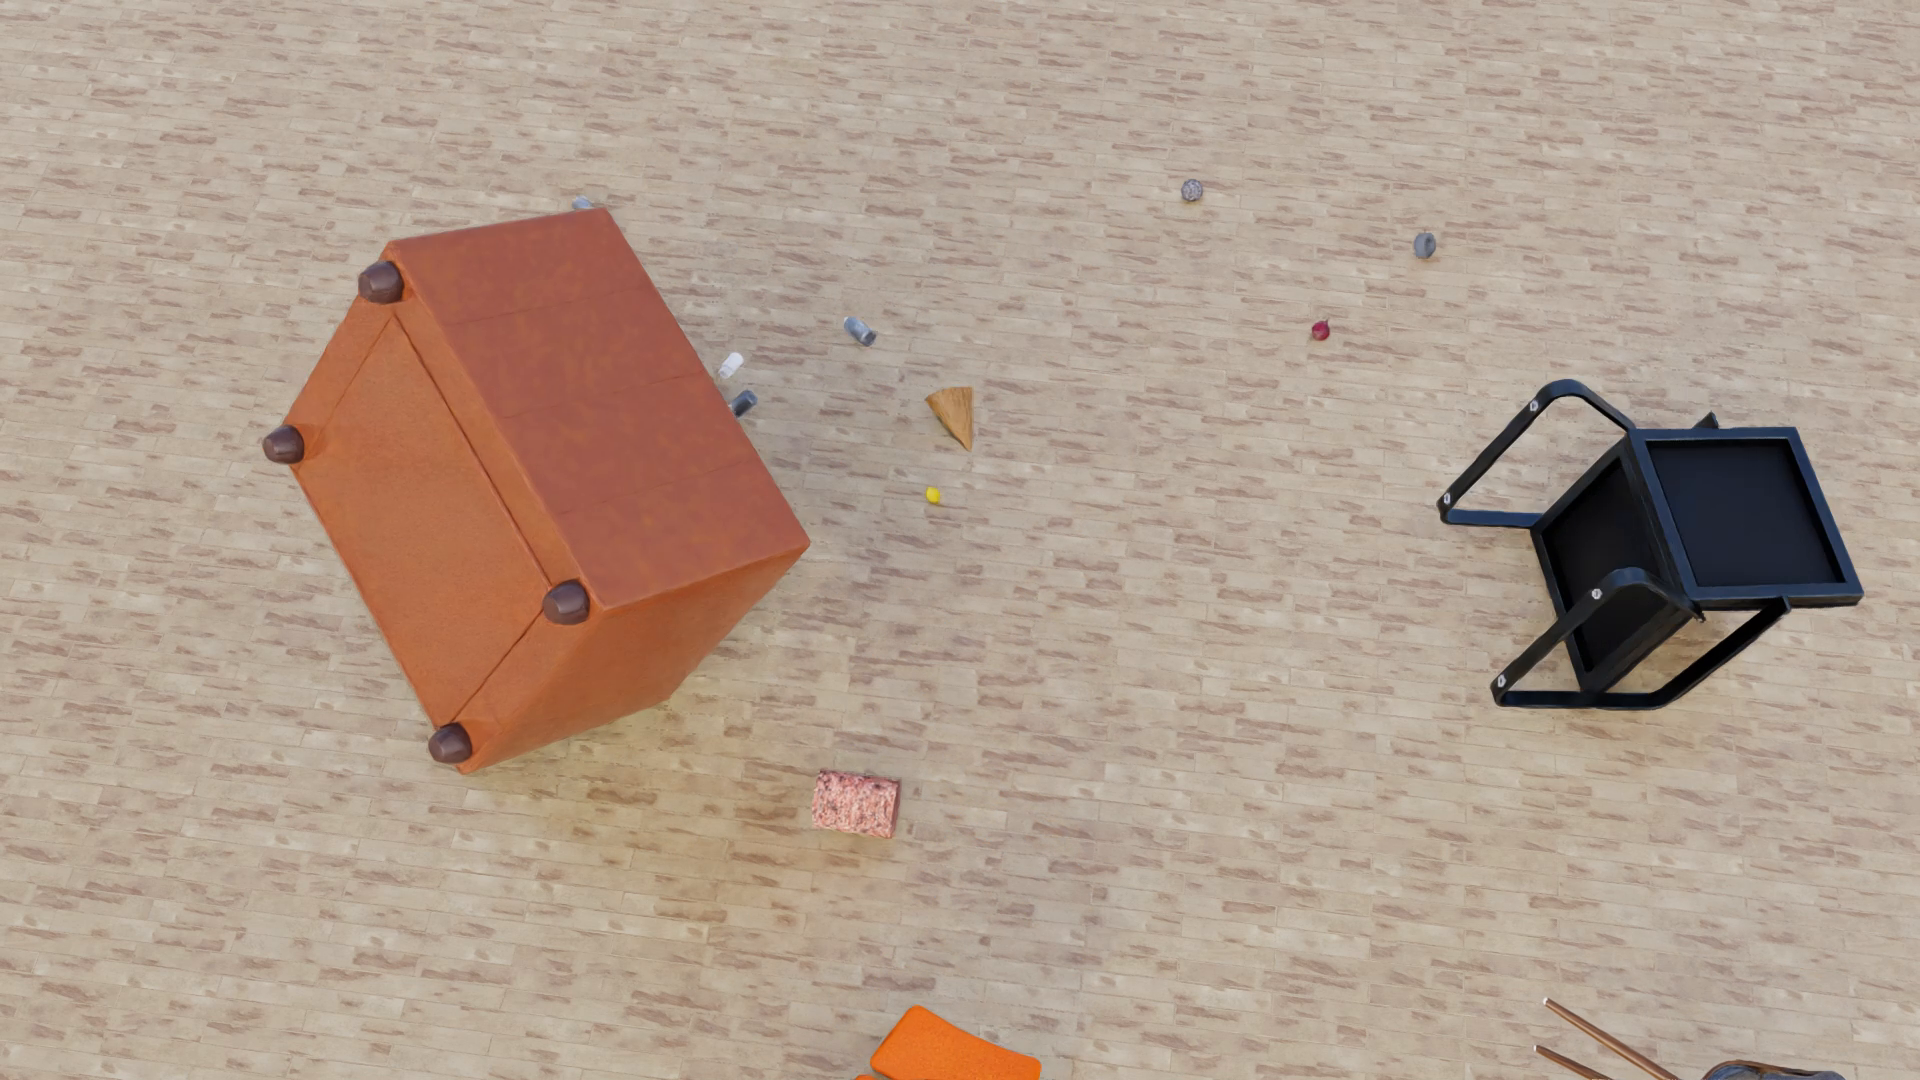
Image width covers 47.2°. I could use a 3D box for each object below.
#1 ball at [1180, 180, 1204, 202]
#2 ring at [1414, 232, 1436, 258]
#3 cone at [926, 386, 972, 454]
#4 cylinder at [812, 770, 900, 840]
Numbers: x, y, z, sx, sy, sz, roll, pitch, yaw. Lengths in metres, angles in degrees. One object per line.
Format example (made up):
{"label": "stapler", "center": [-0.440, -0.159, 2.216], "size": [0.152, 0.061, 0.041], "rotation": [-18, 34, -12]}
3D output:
{"label": "ball", "center": [0.771, -1.162, 7.310], "size": [0.074, 0.074, 0.074], "rotation": [0, 56, 0]}
{"label": "ring", "center": [1.516, -0.963, 7.168], "size": [0.037, 0.083, 0.107], "rotation": [0, 7, 39]}
{"label": "cone", "center": [0.000, -0.354, 6.777], "size": [0.167, 0.108, 0.211], "rotation": [-9, 71, -33]}
{"label": "cylinder", "center": [-0.282, 0.720, 5.994], "size": [0.218, 0.167, 0.136], "rotation": [8, 28, 5]}
